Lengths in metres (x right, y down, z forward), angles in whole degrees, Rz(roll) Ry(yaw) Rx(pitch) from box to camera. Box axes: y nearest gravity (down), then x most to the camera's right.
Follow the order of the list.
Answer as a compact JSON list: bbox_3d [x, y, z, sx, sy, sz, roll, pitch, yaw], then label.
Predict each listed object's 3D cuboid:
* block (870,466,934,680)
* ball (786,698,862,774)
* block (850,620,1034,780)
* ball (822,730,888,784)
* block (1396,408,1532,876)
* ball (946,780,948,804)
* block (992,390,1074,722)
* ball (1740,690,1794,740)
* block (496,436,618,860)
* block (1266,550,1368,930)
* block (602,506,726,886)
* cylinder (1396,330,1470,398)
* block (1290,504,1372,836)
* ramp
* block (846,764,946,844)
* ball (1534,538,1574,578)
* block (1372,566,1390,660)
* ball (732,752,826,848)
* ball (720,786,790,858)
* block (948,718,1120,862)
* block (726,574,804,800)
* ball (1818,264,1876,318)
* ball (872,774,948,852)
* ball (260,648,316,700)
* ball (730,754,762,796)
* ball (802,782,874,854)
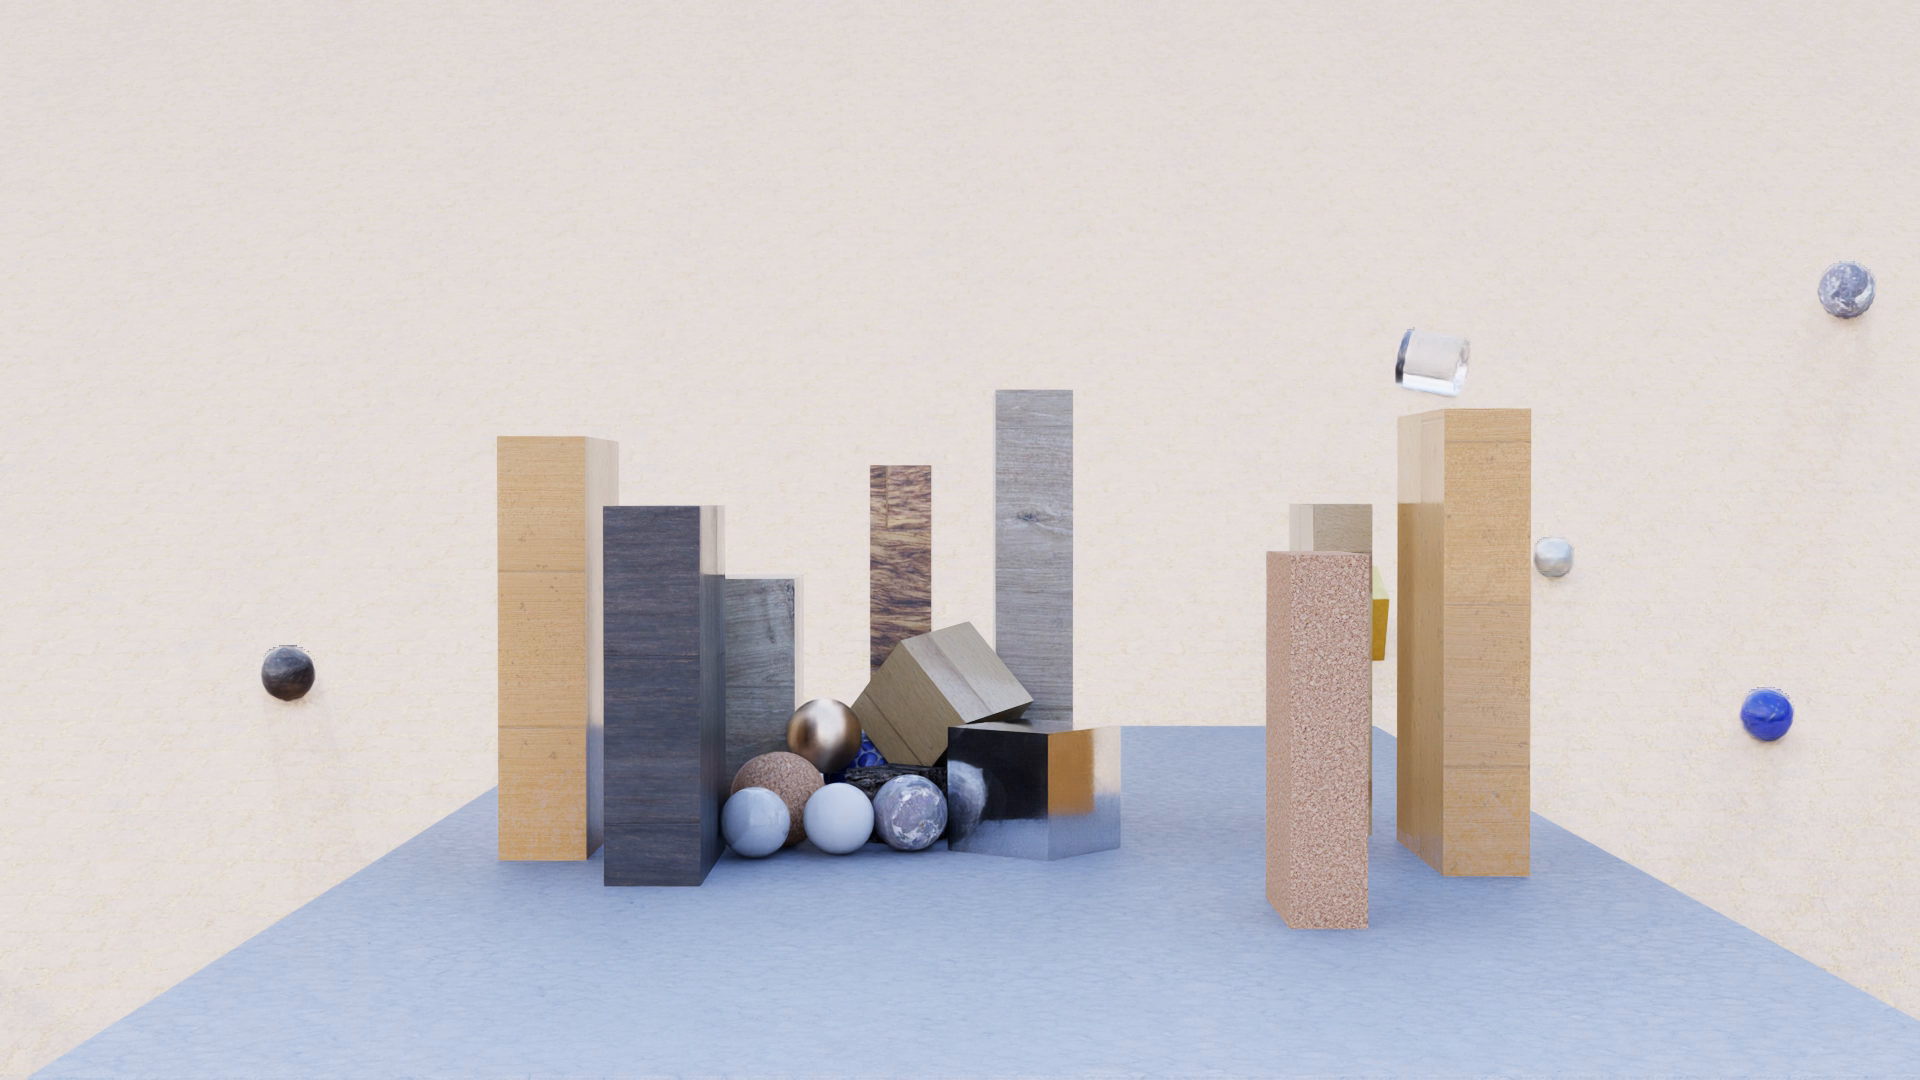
[{"bbox_3d":[-0.107,0.182,4.870,0.111,0.641,0.397,0,1,0],"label":"block"},{"bbox_3d":[-0.235,0.339,4.480,0.131,0.131,0.131,0,27,0],"label":"ball"},{"bbox_3d":[-0.034,0.290,4.517,0.189,0.189,0.189,-14,58,-50],"label":"block"},{"bbox_3d":[-0.154,0.417,4.586,0.179,0.179,0.179,0,27,0],"label":"ball"},{"bbox_3d":[0.808,0.154,4.169,0.133,0.718,0.421,0,1,0],"label":"block"},{"bbox_3d":[0.001,0.444,4.644,0.123,0.123,0.123,0,27,0],"label":"ball"},{"bbox_3d":[0.131,0.117,4.756,0.138,0.773,0.366,0,1,0],"label":"block"},{"bbox_3d":[2.088,0.453,6.684,0.134,0.134,0.134,0,27,0],"label":"ball"},{"bbox_3d":[-0.671,0.171,4.344,0.141,0.681,0.413,0,1,0],"label":"block"},{"bbox_3d":[0.497,0.270,3.611,0.105,0.504,0.276,0,1,0],"label":"block"},{"bbox_3d":[-0.461,0.230,4.071,0.145,0.570,0.425,0,1,0],"label":"block"},{"bbox_3d":[1.579,-0.591,8.634,0.196,0.196,0.196,12,30,22],"label":"cylinder"},{"bbox_3d":[0.658,0.221,4.598,0.102,0.571,0.319,0,1,0],"label":"block"},{"bbox_3d":[0.062,0.557,4.594,2.000,0.100,4.000,0,1,0],"label":"ramp"},{"bbox_3d":[-0.108,0.449,4.397,0.121,0.121,0.121,1,1,40],"label":"block"},{"bbox_3d":[1.719,0.053,7.477,0.117,0.117,0.117,0,27,0],"label":"ball"},{"bbox_3d":[1.062,0.202,7.106,0.192,0.192,0.192,-1,27,-1],"label":"block"},{"bbox_3d":[-0.301,0.432,4.300,0.159,0.159,0.159,0,27,0],"label":"ball"},{"bbox_3d":[-0.331,0.456,4.168,0.115,0.115,0.115,0,27,0],"label":"ball"},{"bbox_3d":[0.123,0.409,4.270,0.205,0.205,0.205,1,1,38],"label":"block"},{"bbox_3d":[-0.357,0.286,4.650,0.137,0.440,0.267,0,1,0],"label":"block"},{"bbox_3d":[3.163,-0.888,9.210,0.195,0.195,0.195,0,27,0],"label":"ball"},{"bbox_3d":[-0.083,0.449,4.250,0.126,0.126,0.126,0,27,0],"label":"ball"},{"bbox_3d":[-1.786,0.356,6.863,0.142,0.142,0.142,0,27,0],"label":"ball"},{"bbox_3d":[-0.324,0.438,4.448,0.142,0.142,0.142,0,27,0],"label":"ball"},{"bbox_3d":[-0.198,0.454,4.211,0.117,0.117,0.117,0,27,0],"label":"ball"}]
